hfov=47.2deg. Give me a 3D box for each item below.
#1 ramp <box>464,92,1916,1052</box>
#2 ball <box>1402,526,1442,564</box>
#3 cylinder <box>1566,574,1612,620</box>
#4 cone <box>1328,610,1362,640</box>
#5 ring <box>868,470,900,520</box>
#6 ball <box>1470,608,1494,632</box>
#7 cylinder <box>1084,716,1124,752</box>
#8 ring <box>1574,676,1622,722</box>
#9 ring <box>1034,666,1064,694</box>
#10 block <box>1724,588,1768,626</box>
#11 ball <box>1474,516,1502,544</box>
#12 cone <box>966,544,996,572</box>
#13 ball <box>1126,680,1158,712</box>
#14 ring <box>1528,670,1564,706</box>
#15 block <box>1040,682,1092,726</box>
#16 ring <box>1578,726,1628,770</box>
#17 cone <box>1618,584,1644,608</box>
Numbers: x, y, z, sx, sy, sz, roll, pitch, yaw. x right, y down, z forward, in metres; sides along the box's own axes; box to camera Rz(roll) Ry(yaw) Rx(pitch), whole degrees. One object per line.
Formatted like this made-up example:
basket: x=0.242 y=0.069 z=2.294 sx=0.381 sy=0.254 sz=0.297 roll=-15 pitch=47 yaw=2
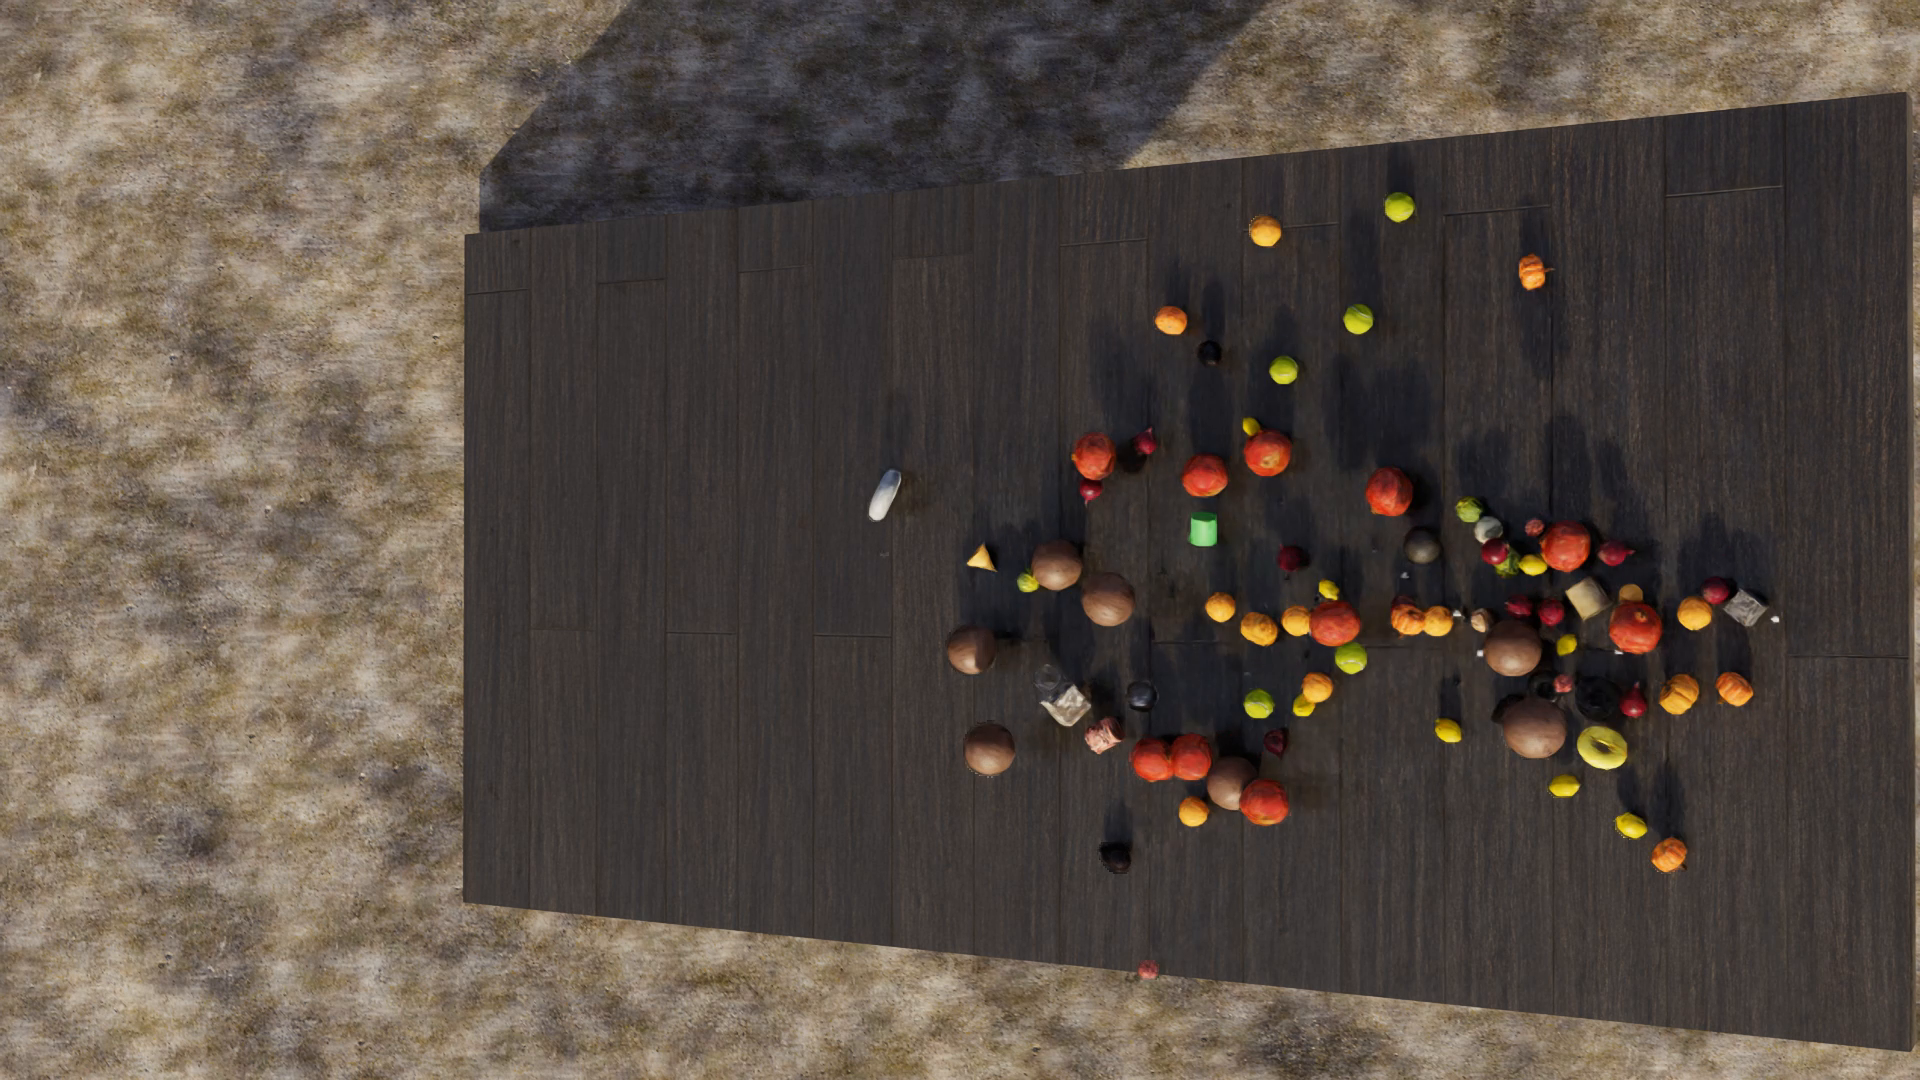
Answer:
ramp: x=0.269 y=0.074 z=5.625 sx=4.000 sy=0.100 sz=2.000 roll=0 pitch=89 yaw=30
ball: x=1.063 y=0.011 z=5.058 sx=0.087 sy=0.087 sz=0.087 roll=0 pitch=89 yaw=0
cylinder: x=1.393 y=0.128 z=4.872 sx=0.074 sy=0.074 sz=0.074 roll=-30 pitch=75 yaw=0
cone: x=0.886 y=0.184 z=5.142 sx=0.074 sy=0.074 sz=0.074 roll=38 pitch=90 yaw=8
ring: x=-0.197 y=-0.119 z=5.765 sx=0.048 sy=0.144 sz=0.144 roll=24 pitch=89 yaw=0
ball: x=1.188 y=0.181 z=5.002 sx=0.055 sy=0.055 sz=0.055 roll=0 pitch=89 yaw=0
cylinder: x=0.359 y=0.484 z=5.470 sx=0.070 sy=0.070 sz=0.070 roll=-28 pitch=89 yaw=32
ring: x=1.415 y=0.353 z=4.879 sx=0.102 sy=0.034 sz=0.102 roll=-4 pitch=82 yaw=27
ring: x=0.224 y=0.351 z=5.532 sx=0.082 sy=0.027 sz=0.082 roll=10 pitch=51 yaw=-12
block: x=1.684 y=0.145 z=4.710 sx=0.058 sy=0.058 sz=0.058 roll=45 pitch=112 yaw=26
ball: x=1.199 y=-0.022 z=4.992 sx=0.064 sy=0.064 sz=0.064 roll=0 pitch=89 yaw=0
cone: x=0.067 y=0.058 z=5.666 sx=0.072 sy=0.072 sz=0.072 roll=40 pitch=90 yaw=-5
ball: x=0.447 y=0.384 z=5.414 sx=0.082 sy=0.082 sz=0.082 roll=0 pitch=89 yaw=0
ring: x=1.315 y=0.331 z=4.939 sx=0.083 sy=0.028 sz=0.083 roll=9 pitch=106 yaw=33
block: x=0.264 y=0.408 z=5.475 sx=0.076 sy=0.076 sz=0.076 roll=-42 pitch=105 yaw=-14
ring: x=1.412 y=0.456 z=4.832 sx=0.110 sy=0.037 sz=0.110 roll=3 pitch=48 yaw=-3
cone: x=1.468 y=0.126 z=4.836 sx=0.056 sy=0.056 sz=0.056 roll=4 pitch=97 yaw=33
